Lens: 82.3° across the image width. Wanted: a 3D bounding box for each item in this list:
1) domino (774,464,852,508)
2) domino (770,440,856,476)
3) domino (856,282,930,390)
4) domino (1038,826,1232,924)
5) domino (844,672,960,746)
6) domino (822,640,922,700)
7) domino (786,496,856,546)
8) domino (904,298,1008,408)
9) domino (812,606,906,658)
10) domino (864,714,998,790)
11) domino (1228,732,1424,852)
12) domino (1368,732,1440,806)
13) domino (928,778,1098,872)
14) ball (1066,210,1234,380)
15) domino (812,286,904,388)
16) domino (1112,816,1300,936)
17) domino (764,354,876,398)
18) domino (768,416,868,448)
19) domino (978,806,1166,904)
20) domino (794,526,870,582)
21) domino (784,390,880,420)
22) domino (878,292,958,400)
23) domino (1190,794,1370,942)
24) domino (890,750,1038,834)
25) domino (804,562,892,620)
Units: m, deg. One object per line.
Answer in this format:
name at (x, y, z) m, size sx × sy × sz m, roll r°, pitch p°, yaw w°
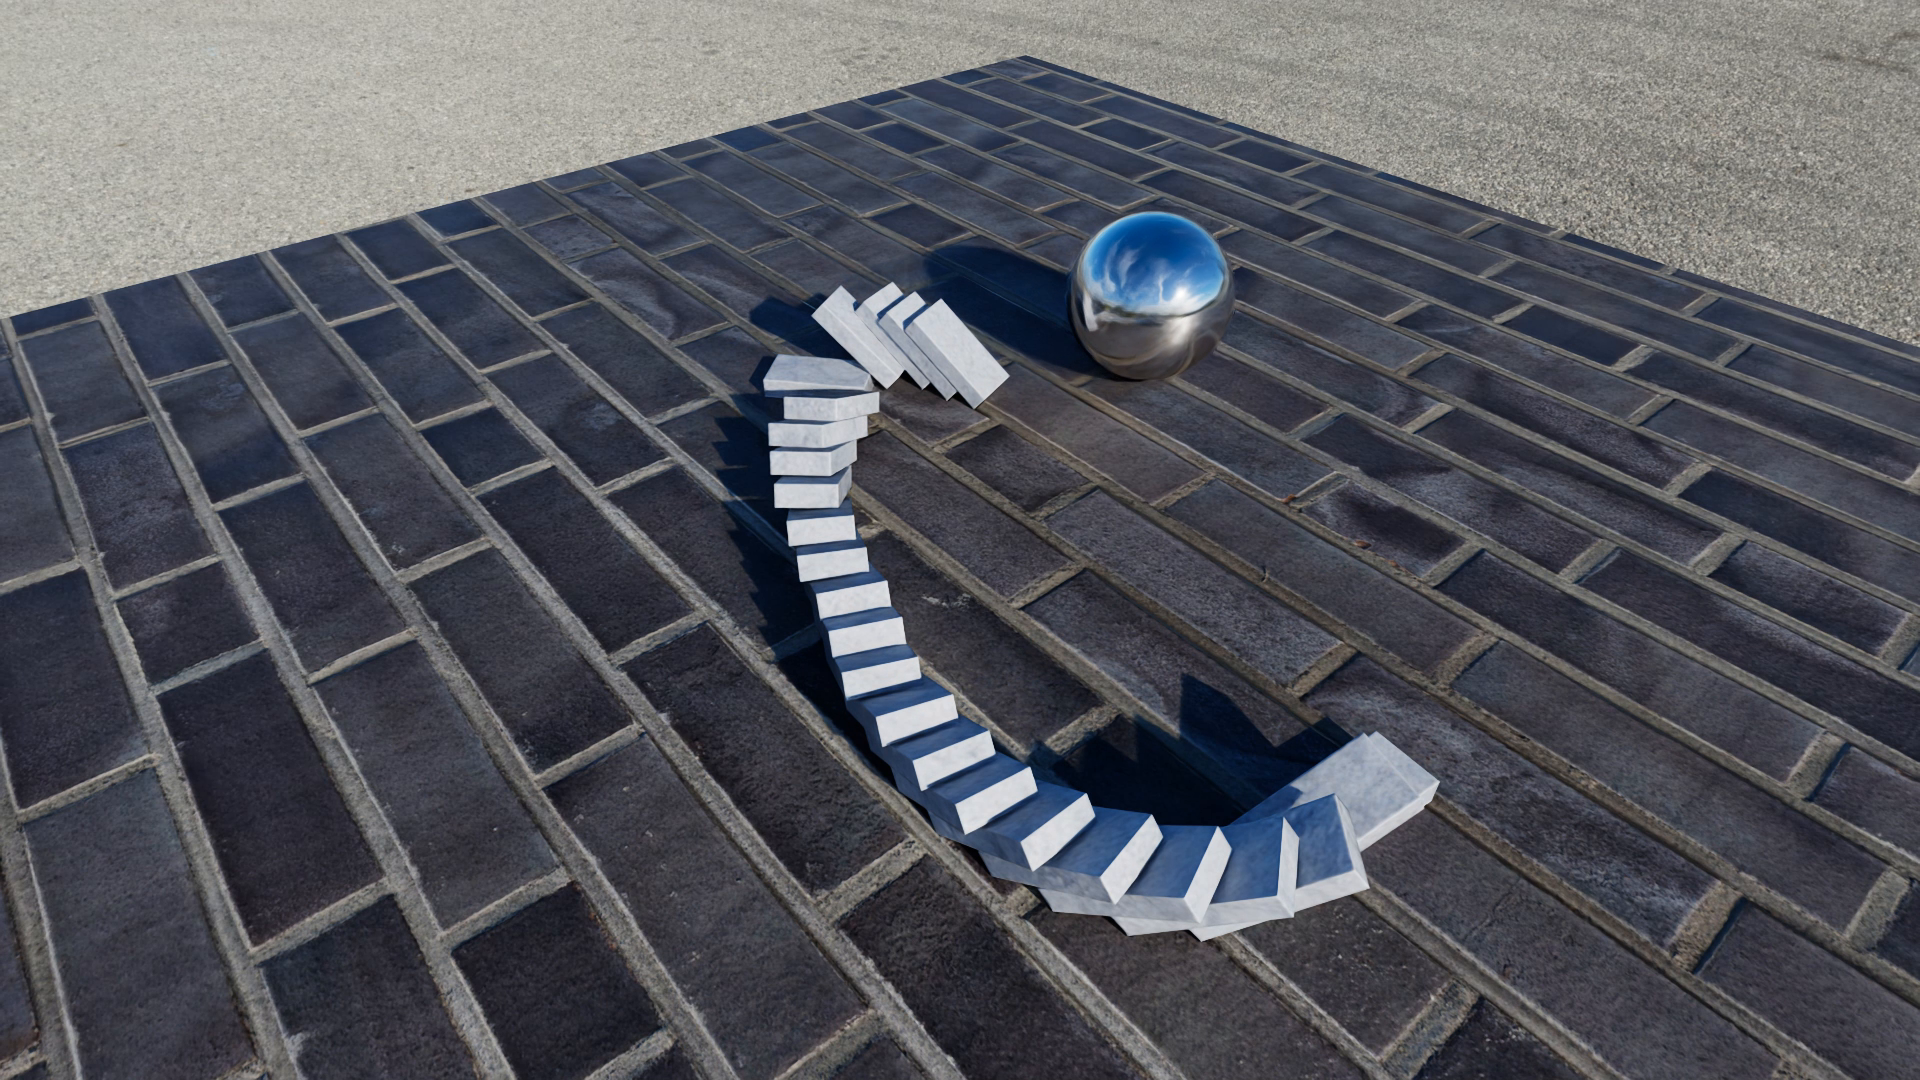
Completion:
domino at (-0.060, -0.023, 0.454) m, size 0.025 × 0.010 × 0.050 m, roll 0°, pitch 13°, yaw 0°
domino at (-0.062, -0.036, 0.468) m, size 0.025 × 0.010 × 0.050 m, roll 2°, pitch 11°, yaw 7°
domino at (-0.026, -0.101, 0.543) m, size 0.050 × 0.010 × 0.025 m, roll 48°, pitch 48°, yaw -5°
domino at (0.048, 0.093, 0.309) m, size 0.050 × 0.010 × 0.025 m, roll -13°, pitch 26°, yaw 43°
domino at (-0.021, 0.053, 0.359) m, size 0.025 × 0.010 × 0.050 m, roll -14°, pitch 9°, yaw -17°
domino at (-0.031, 0.041, 0.376) m, size 0.025 × 0.009 × 0.050 m, roll -10°, pitch 11°, yaw -12°
domino at (-0.055, -0.008, 0.435) m, size 0.025 × 0.010 × 0.050 m, roll -5°, pitch 11°, yaw -6°
domino at (-0.001, -0.090, 0.530) m, size 0.050 × 0.010 × 0.025 m, roll 48°, pitch 48°, yaw -6°
domino at (-0.037, 0.029, 0.390) m, size 0.025 × 0.010 × 0.050 m, roll -10°, pitch 11°, yaw -13°
domino at (-0.011, 0.063, 0.346) m, size 0.025 × 0.009 × 0.050 m, roll -18°, pitch 10°, yaw -20°
domino at (0.107, 0.082, 0.324) m, size 0.050 × 0.009 × 0.025 m, roll -36°, pitch 49°, yaw 3°
domino at (0.122, 0.081, 0.344) m, size 0.050 × 0.009 × 0.025 m, roll -23°, pitch 45°, yaw -25°
domino at (0.014, 0.081, 0.324) m, size 0.025 × 0.009 × 0.050 m, roll -28°, pitch 14°, yaw -30°
ball at (0.091, -0.117, 0.531) m, size 0.080 × 0.080 × 0.080 m, roll 0°, pitch 39°, yaw 0°
domino at (-0.047, -0.100, 0.539) m, size 0.050 × 0.009 × 0.025 m, roll 44°, pitch 35°, yaw -12°
domino at (0.068, 0.094, 0.306) m, size 0.050 × 0.010 × 0.025 m, roll -21°, pitch 29°, yaw 34°
domino at (-0.068, -0.079, 0.540) m, size 0.050 × 0.010 × 0.025 m, roll 6°, pitch 40°, yaw 7°
domino at (-0.062, -0.048, 0.483) m, size 0.025 × 0.010 × 0.050 m, roll 4°, pitch 12°, yaw 16°
domino at (0.031, 0.088, 0.315) m, size 0.025 × 0.009 × 0.050 m, roll -39°, pitch 19°, yaw -35°
domino at (-0.050, 0.005, 0.420) m, size 0.025 × 0.010 × 0.050 m, roll -7°, pitch 11°, yaw -9°
domino at (-0.057, -0.061, 0.499) m, size 0.025 × 0.009 × 0.050 m, roll 4°, pitch 12°, yaw 17°
domino at (-0.014, -0.095, 0.536) m, size 0.050 × 0.010 × 0.025 m, roll 48°, pitch 48°, yaw -6°
domino at (0.086, 0.092, 0.309) m, size 0.050 × 0.009 × 0.025 m, roll -28°, pitch 32°, yaw 24°
domino at (0.000, 0.073, 0.334) m, size 0.025 × 0.010 × 0.050 m, roll -22°, pitch 11°, yaw -23°
domino at (-0.043, 0.017, 0.404) m, size 0.025 × 0.009 × 0.050 m, roll -10°, pitch 11°, yaw -12°
